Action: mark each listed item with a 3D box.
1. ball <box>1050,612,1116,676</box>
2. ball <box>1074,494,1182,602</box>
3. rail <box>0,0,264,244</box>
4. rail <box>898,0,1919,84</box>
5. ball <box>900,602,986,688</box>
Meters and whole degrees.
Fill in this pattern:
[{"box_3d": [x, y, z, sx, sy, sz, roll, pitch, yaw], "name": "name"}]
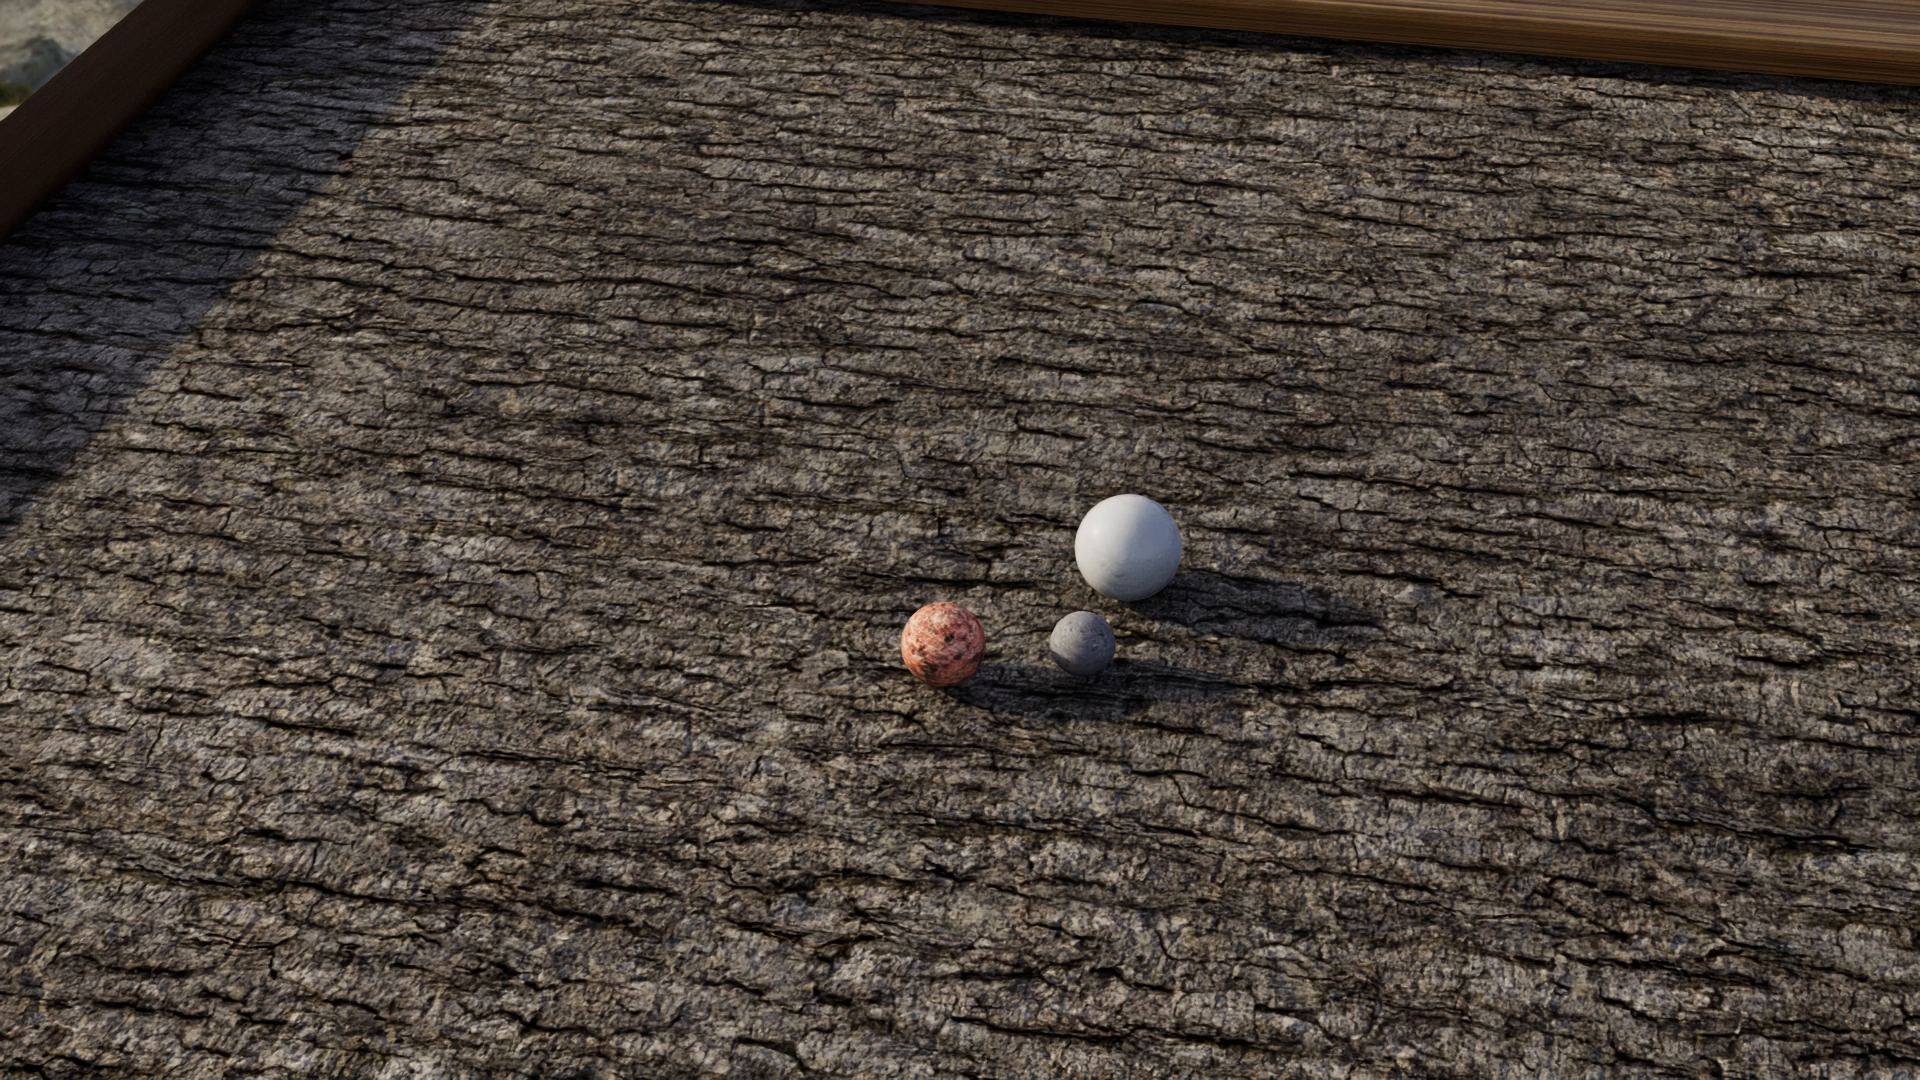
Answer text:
[{"box_3d": [0.086, 0.073, 1.796, 0.046, 0.046, 0.046, 0, 35, 0], "name": "ball"}, {"box_3d": [0.122, 0.006, 1.865, 0.078, 0.078, 0.078, 0, 35, 0], "name": "ball"}, {"box_3d": [-0.916, -0.125, 2.032, 0.045, 0.102, 2.079, 7, 35, 10], "name": "rail"}, {"box_3d": [1.146, -0.472, 2.534, 3.838, 0.102, 0.045, 7, 35, 10], "name": "rail"}, {"box_3d": [-0.012, 0.073, 1.784, 0.059, 0.059, 0.059, 0, 35, 0], "name": "ball"}]
